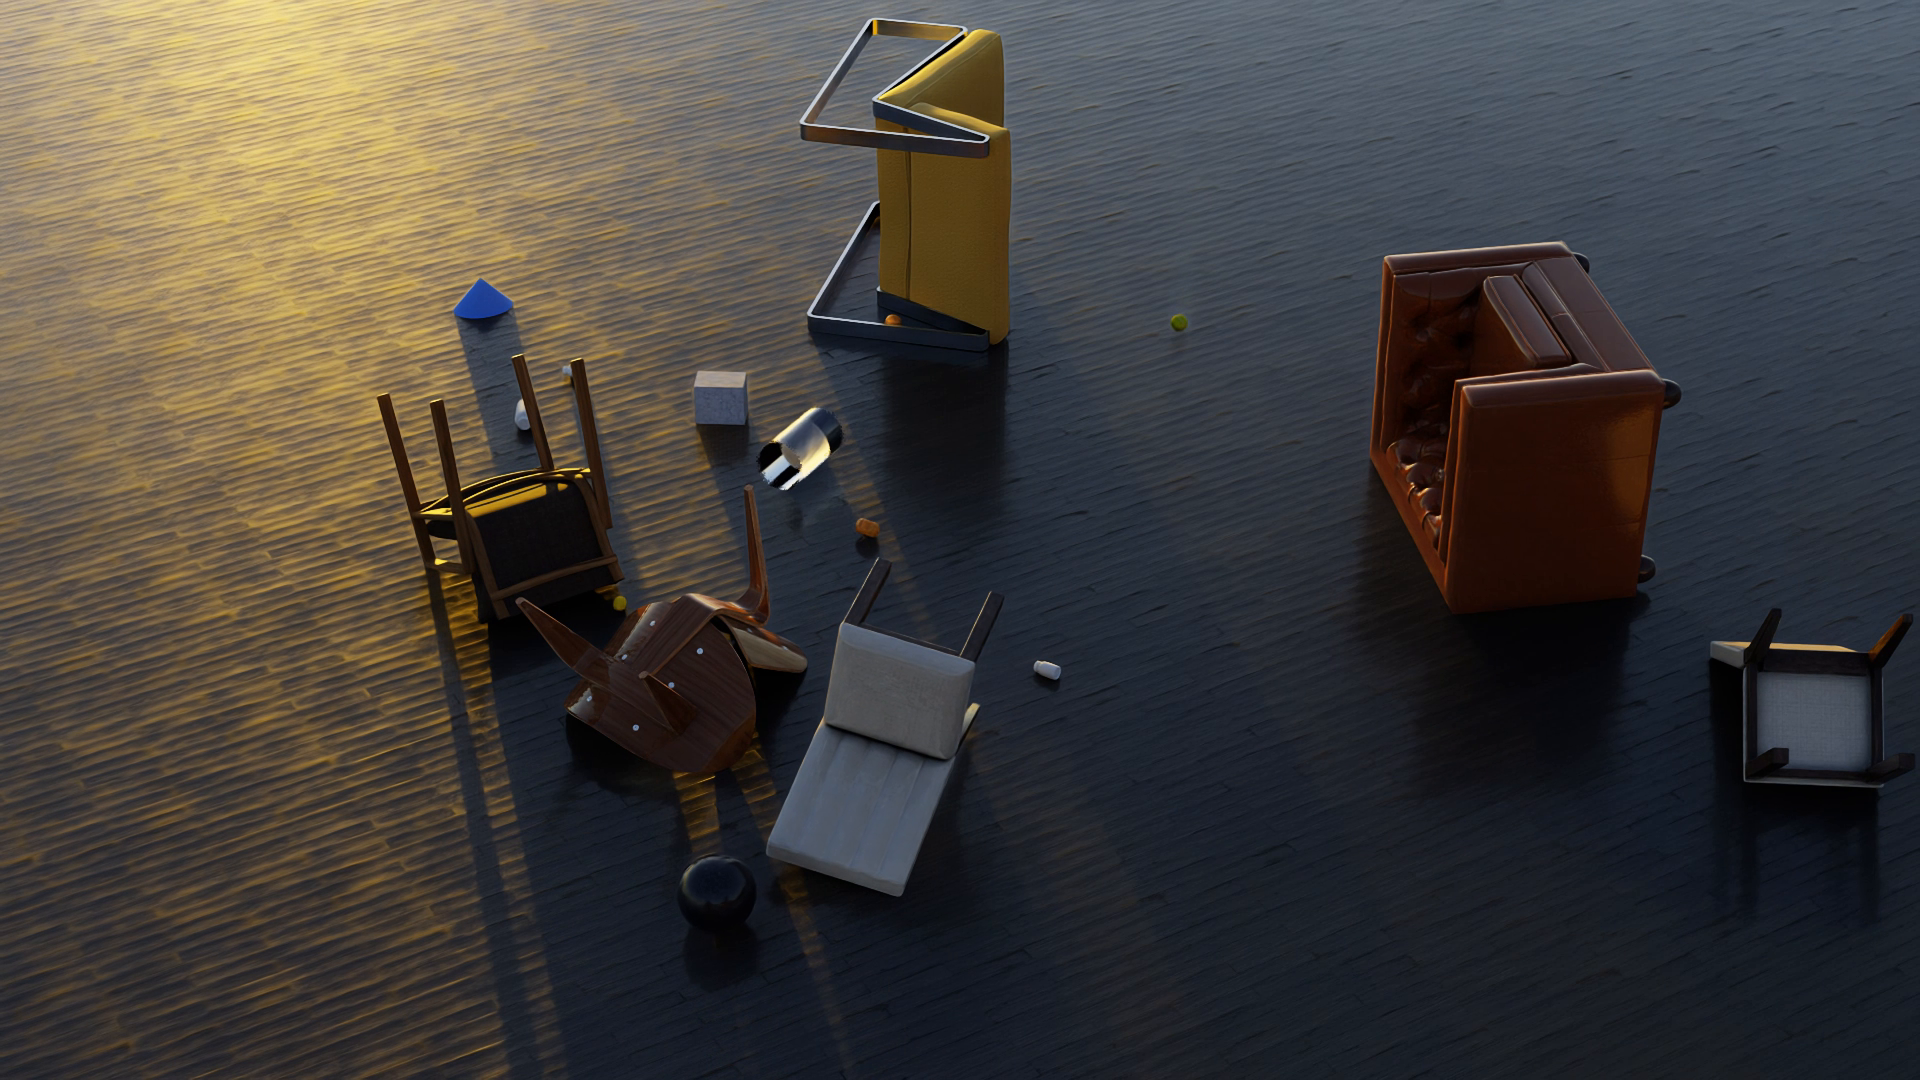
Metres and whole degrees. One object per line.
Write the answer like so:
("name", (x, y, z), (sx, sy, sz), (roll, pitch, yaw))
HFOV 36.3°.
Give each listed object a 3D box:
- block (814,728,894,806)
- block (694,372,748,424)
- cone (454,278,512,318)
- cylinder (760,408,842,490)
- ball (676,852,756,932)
("block", (-0.352, 0.748, 9.687), (0.218, 0.135, 0.143), (-24, 40, -32))
("block", (-0.948, -0.564, 11.646), (0.195, 0.170, 0.121), (2, 33, 2))
("cone", (-2.024, -1.048, 12.408), (0.257, 0.140, 0.193), (-13, 36, -19))
("cylinder", (-0.612, -0.352, 11.290), (0.188, 0.210, 0.297), (35, 42, 11))
("ball", (-0.752, 1.090, 9.065), (0.248, 0.248, 0.248), (0, 33, 0))
